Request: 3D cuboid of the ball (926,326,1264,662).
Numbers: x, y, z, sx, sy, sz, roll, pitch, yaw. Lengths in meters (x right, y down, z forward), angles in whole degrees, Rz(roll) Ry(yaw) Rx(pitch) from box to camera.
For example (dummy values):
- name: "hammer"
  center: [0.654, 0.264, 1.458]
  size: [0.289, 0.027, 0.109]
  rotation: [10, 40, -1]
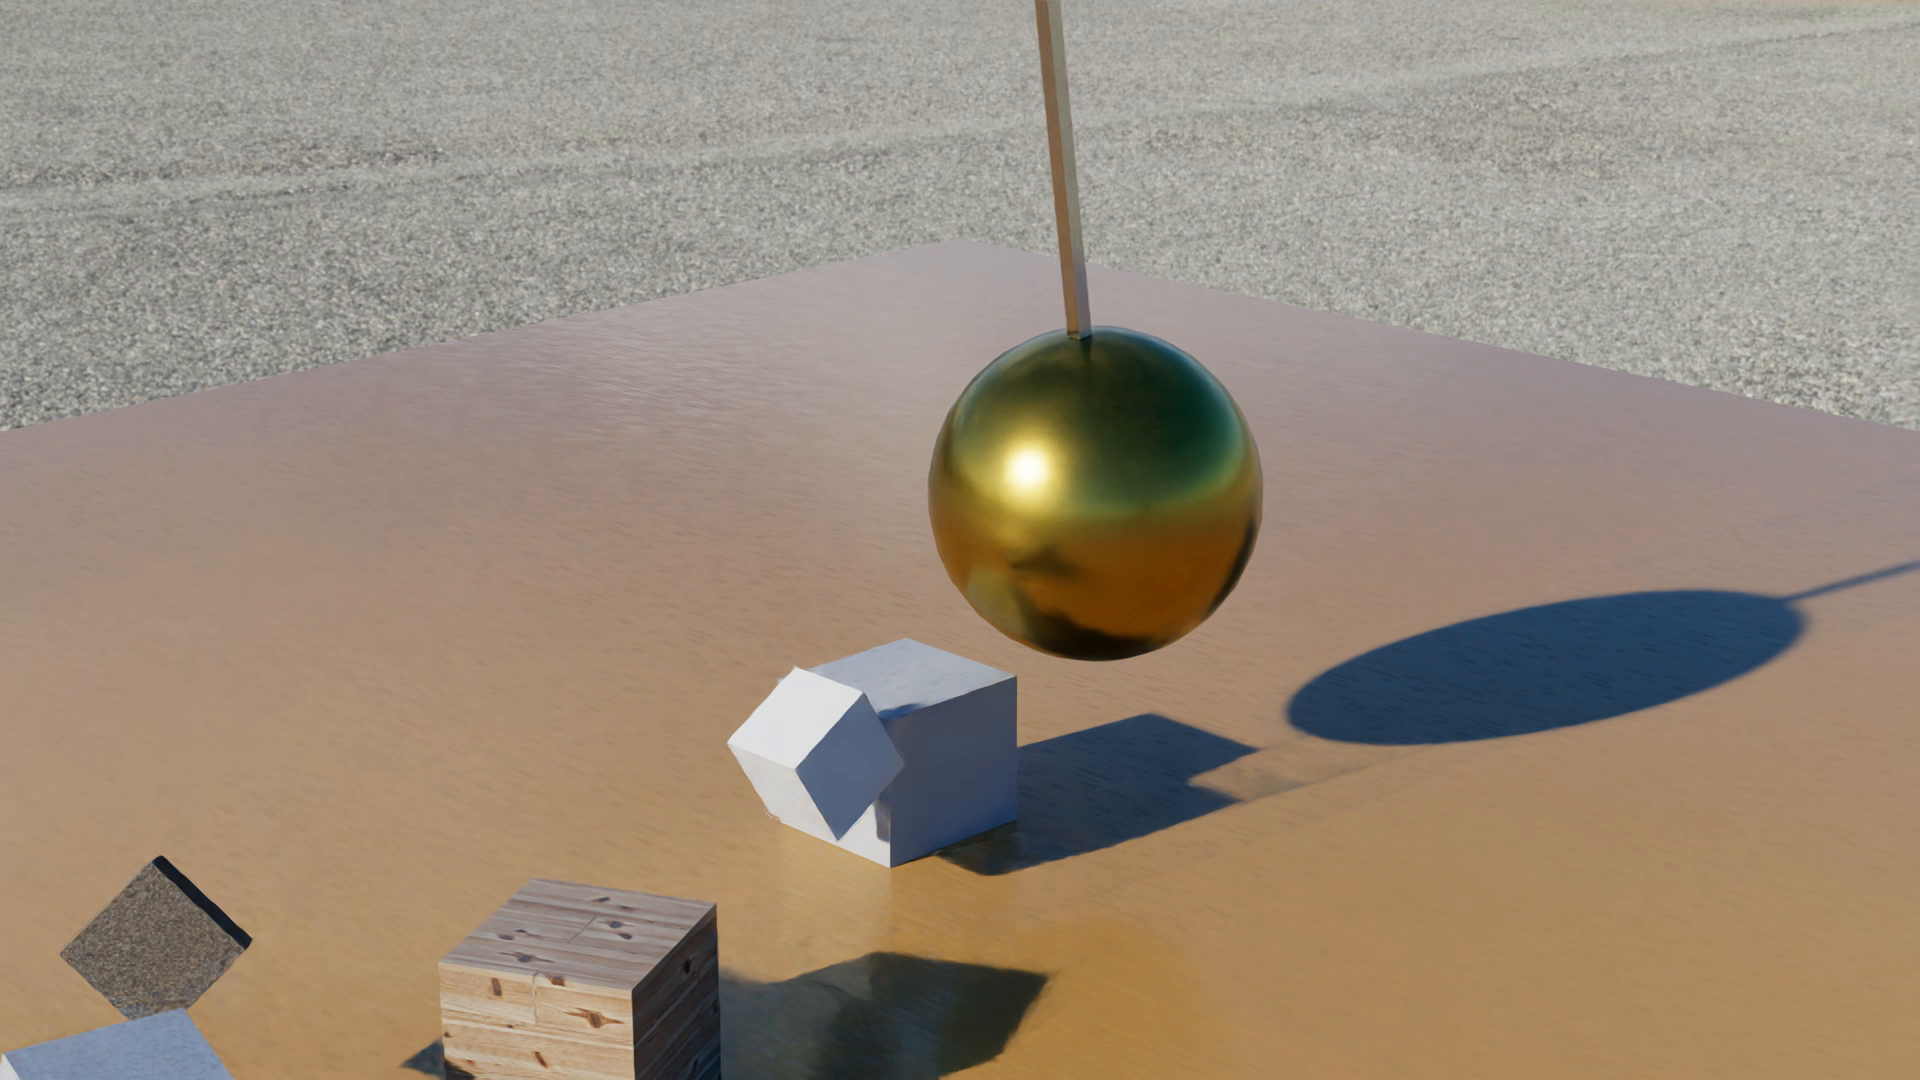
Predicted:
- name: "ball"
  center: [0.643, -0.220, 13.946]
  size: [1.600, 1.600, 1.600]
  rotation: [0, 17, 0]

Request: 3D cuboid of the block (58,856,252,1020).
- name: "block"
  center: [-2.954, 1.501, 10.807]
  size: [0.455, 0.468, 0.510]
  rotation: [-47, 5, -10]

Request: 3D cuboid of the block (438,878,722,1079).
- name: "block"
  center: [-1.433, 1.845, 11.194]
  size: [0.775, 0.767, 0.804]
  rotation: [6, 18, 17]

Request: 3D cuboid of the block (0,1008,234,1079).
- name: "block"
  center: [-2.872, 2.140, 10.071]
  size: [0.652, 0.678, 0.643]
  rotation: [-10, 37, -39]

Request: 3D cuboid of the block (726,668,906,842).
- name: "block"
  center: [-0.634, 0.945, 12.959]
  size: [0.447, 0.482, 0.479]
  rotation: [17, 55, 43]

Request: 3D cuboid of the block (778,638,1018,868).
- name: "block"
  center: [-0.293, 0.997, 13.954]
  size: [0.832, 0.731, 0.762]
  rotation: [-16, 24, -42]

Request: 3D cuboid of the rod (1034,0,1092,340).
- name: "rod"
  center: [0.278, -3.317, 12.591]
  size: [0.080, 5.200, 0.080]
  rotation: [17, 33, 42]
